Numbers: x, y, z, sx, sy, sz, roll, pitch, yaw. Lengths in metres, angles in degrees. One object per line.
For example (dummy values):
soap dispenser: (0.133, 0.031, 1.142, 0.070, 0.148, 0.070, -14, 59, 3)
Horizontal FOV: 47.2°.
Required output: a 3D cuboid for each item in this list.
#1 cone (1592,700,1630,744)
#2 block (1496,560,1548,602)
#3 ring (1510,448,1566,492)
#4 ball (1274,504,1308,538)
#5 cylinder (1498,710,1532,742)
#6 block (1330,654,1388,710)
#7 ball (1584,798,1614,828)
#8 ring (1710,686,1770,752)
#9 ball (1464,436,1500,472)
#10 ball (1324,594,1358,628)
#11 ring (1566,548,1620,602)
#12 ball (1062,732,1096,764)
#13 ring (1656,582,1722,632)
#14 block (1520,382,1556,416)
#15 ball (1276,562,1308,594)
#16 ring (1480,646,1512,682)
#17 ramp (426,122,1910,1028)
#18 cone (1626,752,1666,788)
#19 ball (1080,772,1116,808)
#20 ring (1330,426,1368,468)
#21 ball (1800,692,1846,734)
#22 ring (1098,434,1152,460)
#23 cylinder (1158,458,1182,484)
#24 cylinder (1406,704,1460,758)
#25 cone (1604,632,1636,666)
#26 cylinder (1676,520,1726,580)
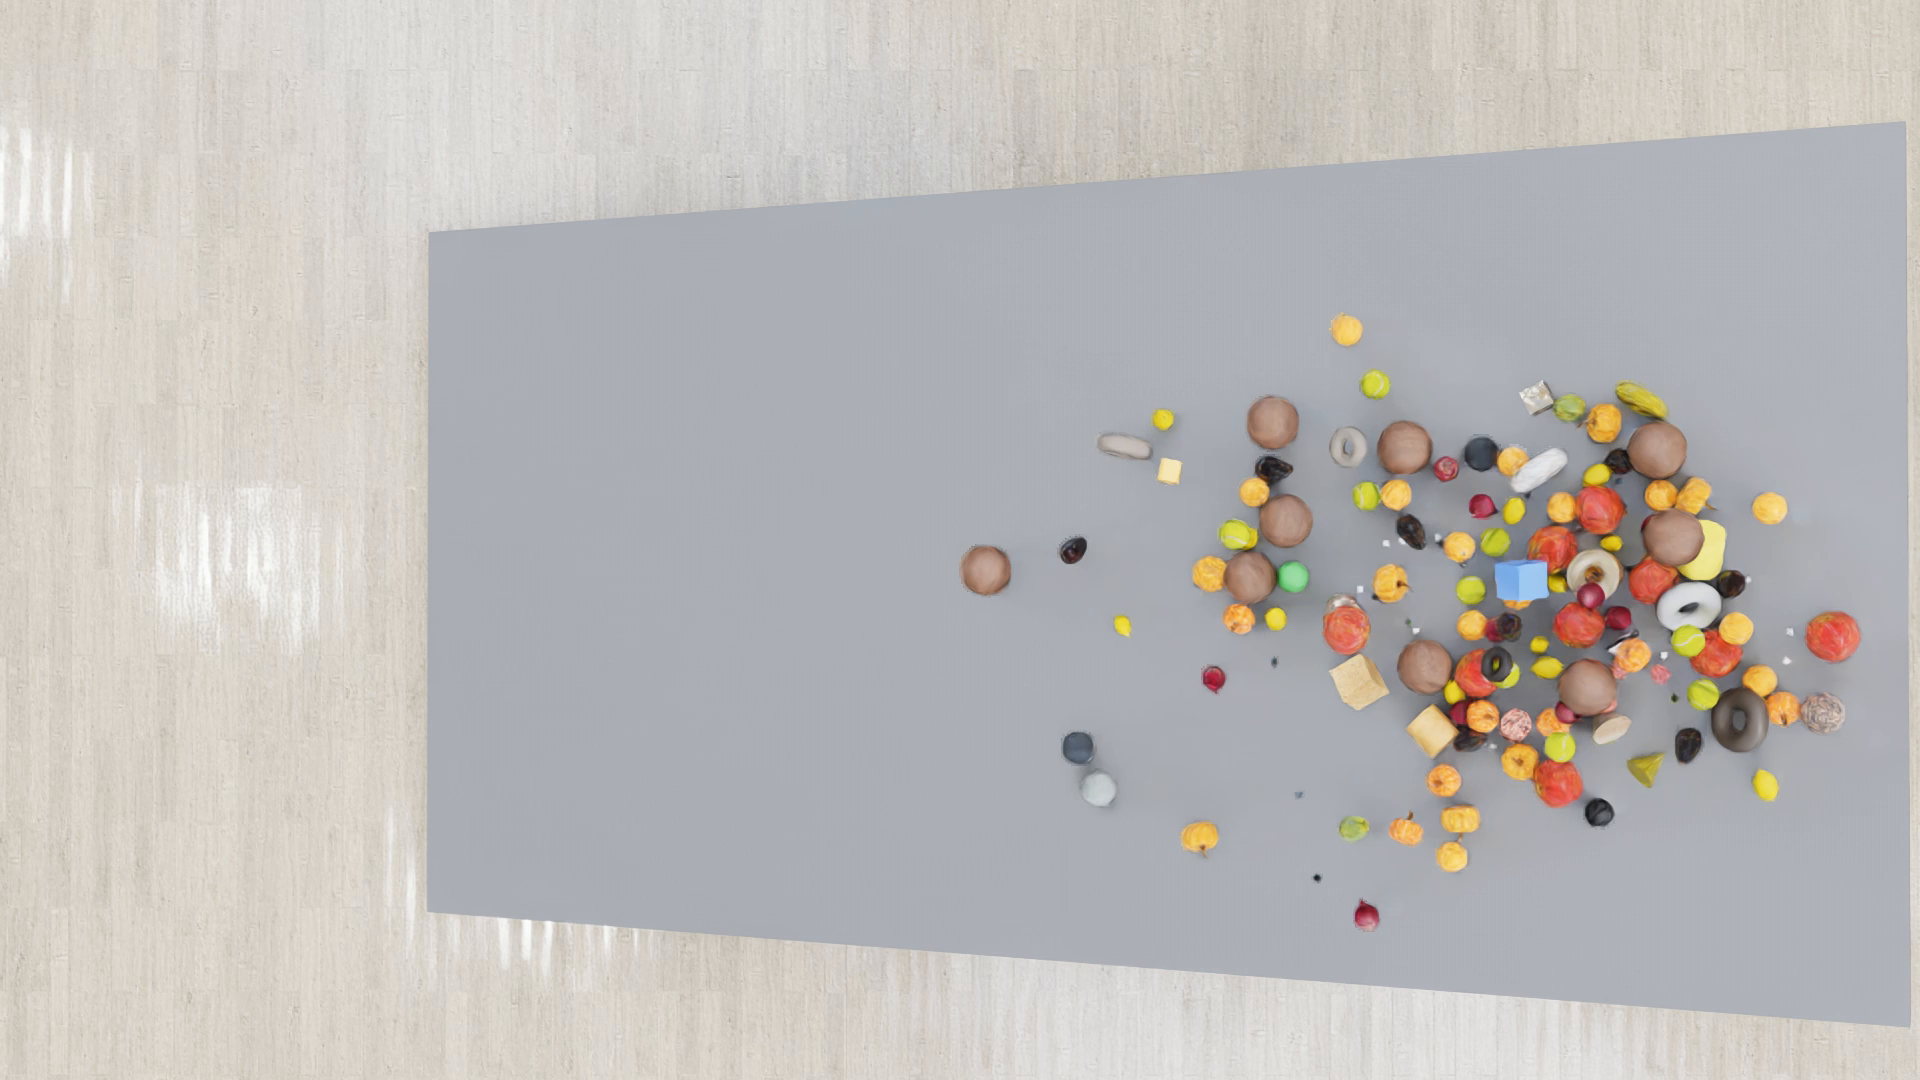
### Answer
cone: (1.486, 0.405, 5.091, 0.094, 0.094, 0.094, -23, 49, 0)
block: (1.295, 0.092, 5.070, 0.082, 0.082, 0.082, -7, 97, -24)
ring: (1.342, -0.161, 5.103, 0.145, 0.145, 0.048, -32, 77, 0)
ball: (0.809, -0.048, 5.375, 0.082, 0.082, 0.082, 0, 89, 0)
cylinder: (1.299, 0.436, 5.149, 0.070, 0.070, 0.070, -2, 77, 9)
block: (0.960, 0.341, 5.288, 0.087, 0.087, 0.087, -33, 56, 20)
ball: (1.477, 0.631, 5.080, 0.066, 0.066, 0.066, 0, 89, 0)
ring: (1.751, 0.404, 4.941, 0.049, 0.148, 0.148, 6, 89, -31)
ball: (1.230, -0.203, 5.190, 0.083, 0.083, 0.083, 0, 89, 0)
ball: (0.923, 0.171, 5.322, 0.083, 0.083, 0.083, 0, 89, 0)
ring: (1.442, 0.081, 5.006, 0.123, 0.041, 0.123, 0, 98, 0)
ball: (0.302, 0.529, 5.592, 0.085, 0.085, 0.085, 0, 89, 0)
ring: (1.642, 0.152, 4.956, 0.144, 0.048, 0.144, 0, 133, 0)
block: (1.355, -0.331, 5.150, 0.058, 0.058, 0.058, -29, 78, 21)
ball: (0.813, 0.091, 5.375, 0.077, 0.077, 0.077, 0, 89, 0)
ring: (1.234, 0.287, 5.062, 0.028, 0.084, 0.084, 9, 89, -37)
ramp: (0.283, 0.084, 5.706, 4.000, 0.100, 2.000, 0, 89, 24)
cone: (1.589, 0.513, 5.049, 0.080, 0.080, 0.080, -38, 89, -6)
ball: (0.350, 0.630, 5.565, 0.091, 0.091, 0.091, 0, 89, 0)
ring: (0.912, -0.218, 5.167, 0.034, 0.101, 0.101, -3, 89, -42)
ball: (1.913, 0.383, 4.875, 0.094, 0.094, 0.094, 0, 89, 0)
ring: (0.410, -0.231, 5.465, 0.142, 0.142, 0.047, 12, 88, 0)
cylinder: (0.511, -0.167, 5.357, 0.052, 0.052, 0.052, 12, 88, 0)
cylinder: (1.124, 0.454, 5.225, 0.091, 0.091, 0.091, -41, 73, 0)
cone: (1.536, 0.262, 5.065, 0.071, 0.071, 0.071, -37, 88, 0)
cylinder: (1.672, 0.023, 4.961, 0.098, 0.098, 0.098, -8, 129, 0)
